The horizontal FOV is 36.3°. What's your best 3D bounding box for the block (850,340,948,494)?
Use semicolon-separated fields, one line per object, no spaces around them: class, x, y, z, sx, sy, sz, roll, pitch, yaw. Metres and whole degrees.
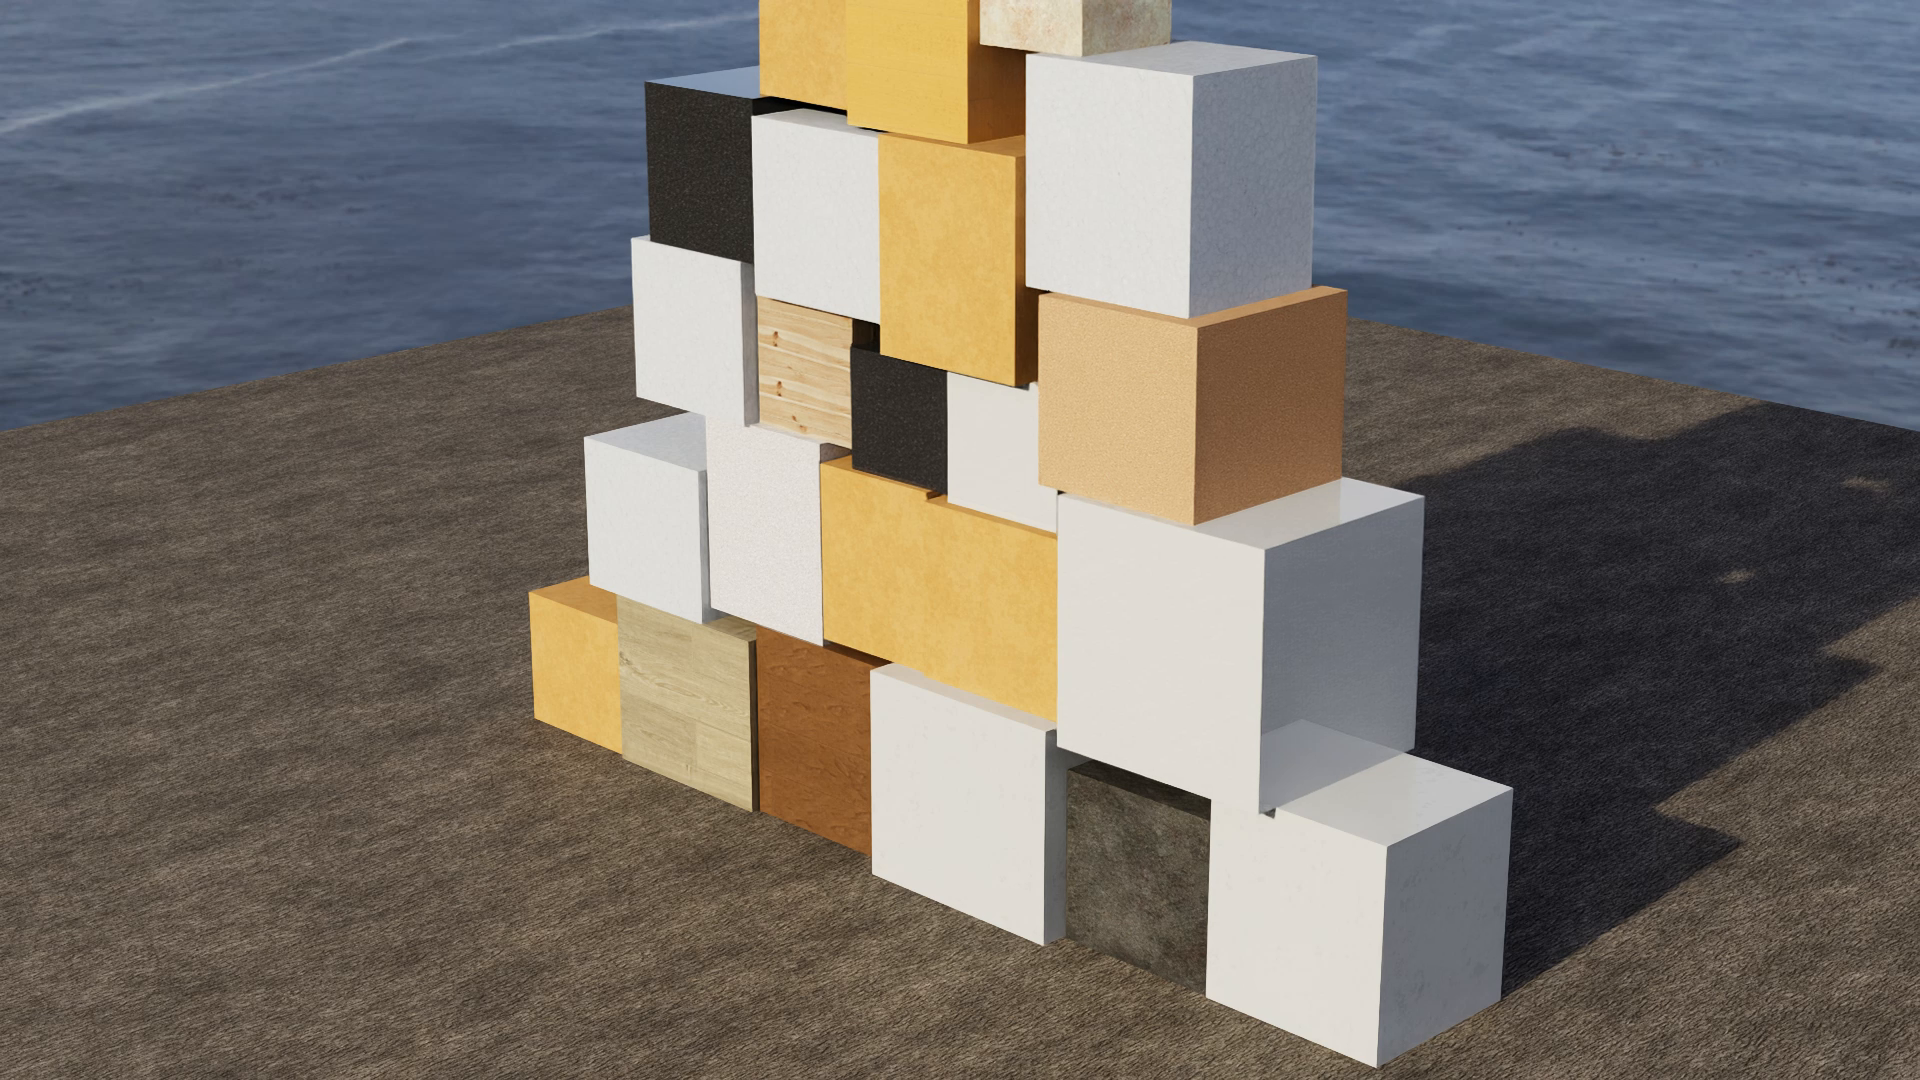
block;-0.035;-0.603;13.193;0.681;0.565;0.605;-17;24;-42

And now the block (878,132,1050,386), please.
block;0.259;-1.282;12.687;0.904;0.964;0.814;-17;24;-42

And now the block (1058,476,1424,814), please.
block;1.160;0.346;12.224;1.033;1.106;1.096;-17;23;-42

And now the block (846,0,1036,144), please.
block;0.009;-2.095;12.653;0.677;0.610;0.737;-17;24;-42

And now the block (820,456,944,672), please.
block;-0.133;0.047;13.476;0.726;0.843;0.689;-17;23;-42

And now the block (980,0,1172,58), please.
block;0.478;-2.288;12.112;0.543;0.476;0.576;-17;24;-42

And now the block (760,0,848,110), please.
block;-0.477;-2.317;13.106;0.550;0.664;0.645;-17;25;-42

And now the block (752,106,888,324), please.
block;-0.333;-1.508;13.230;0.837;0.814;0.858;17;24;42

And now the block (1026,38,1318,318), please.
block;0.858;-1.502;11.986;0.772;0.957;0.889;-17;24;-42

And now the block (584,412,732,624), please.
block;-1.238;-0.145;14.617;0.886;0.766;0.870;-17;24;-42

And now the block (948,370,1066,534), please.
block;0.421;-0.469;12.749;0.686;0.626;0.660;-17;24;-42

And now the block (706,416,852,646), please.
block;-0.641;-0.139;13.997;0.789;0.970;0.796;-17;24;-42

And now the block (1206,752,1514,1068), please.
block;1.642;1.461;12.104;0.847;0.954;0.887;-17;24;-42

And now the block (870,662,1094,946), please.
block;0.345;1.064;13.299;1.034;0.995;1.081;-17;24;-42

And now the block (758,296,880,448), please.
block;-0.478;-0.853;13.575;0.639;0.643;0.650;17;24;42

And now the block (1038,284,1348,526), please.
block;0.961;-0.629;12.146;0.948;0.806;0.851;-17;24;-42

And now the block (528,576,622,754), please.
block;-1.666;0.594;15.293;0.833;0.697;0.762;-17;24;-42

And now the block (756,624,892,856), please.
block;-0.360;0.868;13.997;0.795;0.951;0.920;-17;24;-42

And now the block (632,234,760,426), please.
block;-1.005;-1.063;14.032;0.788;0.776;0.783;16;24;42

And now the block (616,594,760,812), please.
block;-1.035;0.697;14.670;0.906;0.873;0.995;-17;24;-42

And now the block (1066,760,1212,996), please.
block;1.034;1.359;12.703;0.819;0.789;0.803;-17;24;-42

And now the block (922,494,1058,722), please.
block;0.443;0.230;12.932;0.911;0.816;0.801;17;24;42

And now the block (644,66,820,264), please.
block;-0.921;-1.773;13.734;0.758;0.756;0.779;16;24;42
